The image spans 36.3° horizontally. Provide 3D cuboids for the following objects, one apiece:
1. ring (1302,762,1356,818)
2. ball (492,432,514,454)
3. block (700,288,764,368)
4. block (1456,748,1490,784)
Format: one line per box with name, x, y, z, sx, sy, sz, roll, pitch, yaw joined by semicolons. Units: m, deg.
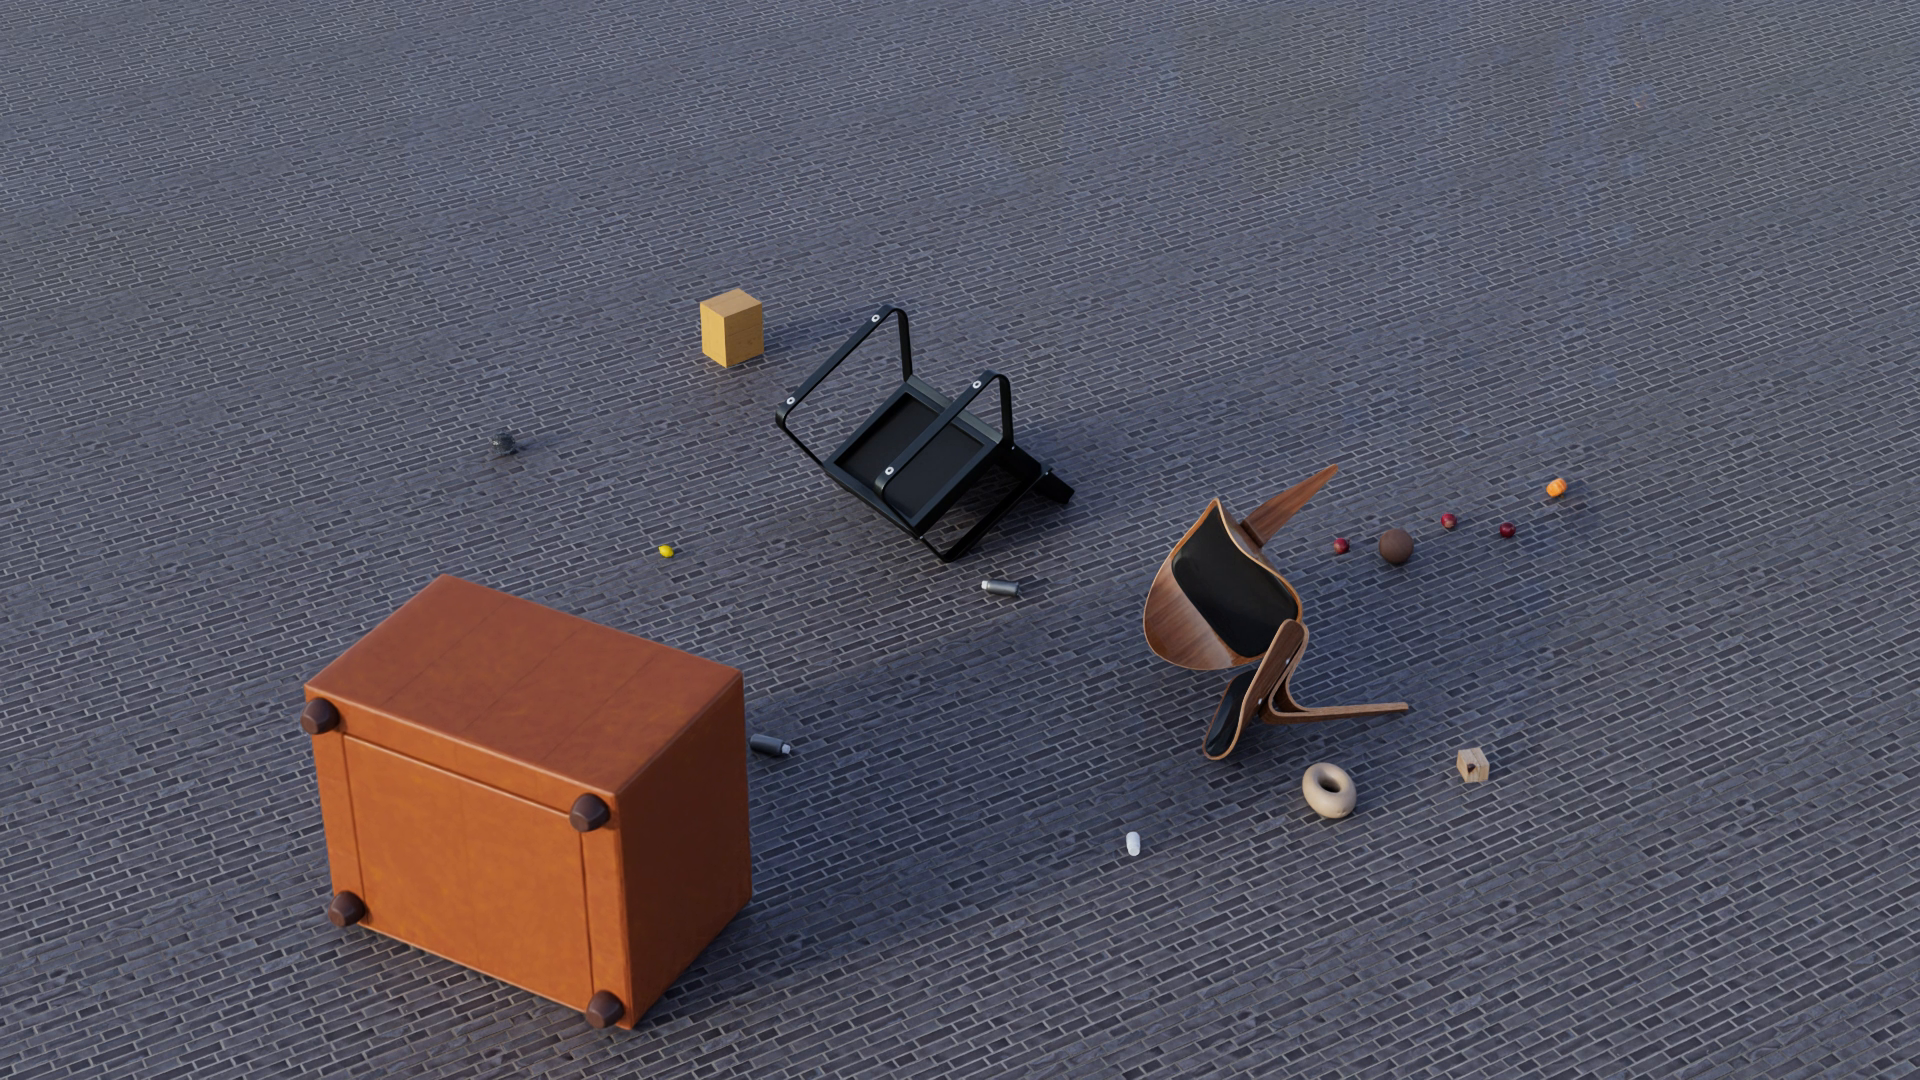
ring;1.212;0.821;9.622;0.170;0.087;0.242;-6;35;-12
ball;-1.781;-0.378;11.437;0.089;0.089;0.089;0;33;0
block;-0.936;-0.872;12.054;0.193;0.236;0.165;-25;41;-32
block;1.706;0.749;9.747;0.075;0.066;0.095;-7;34;-10
